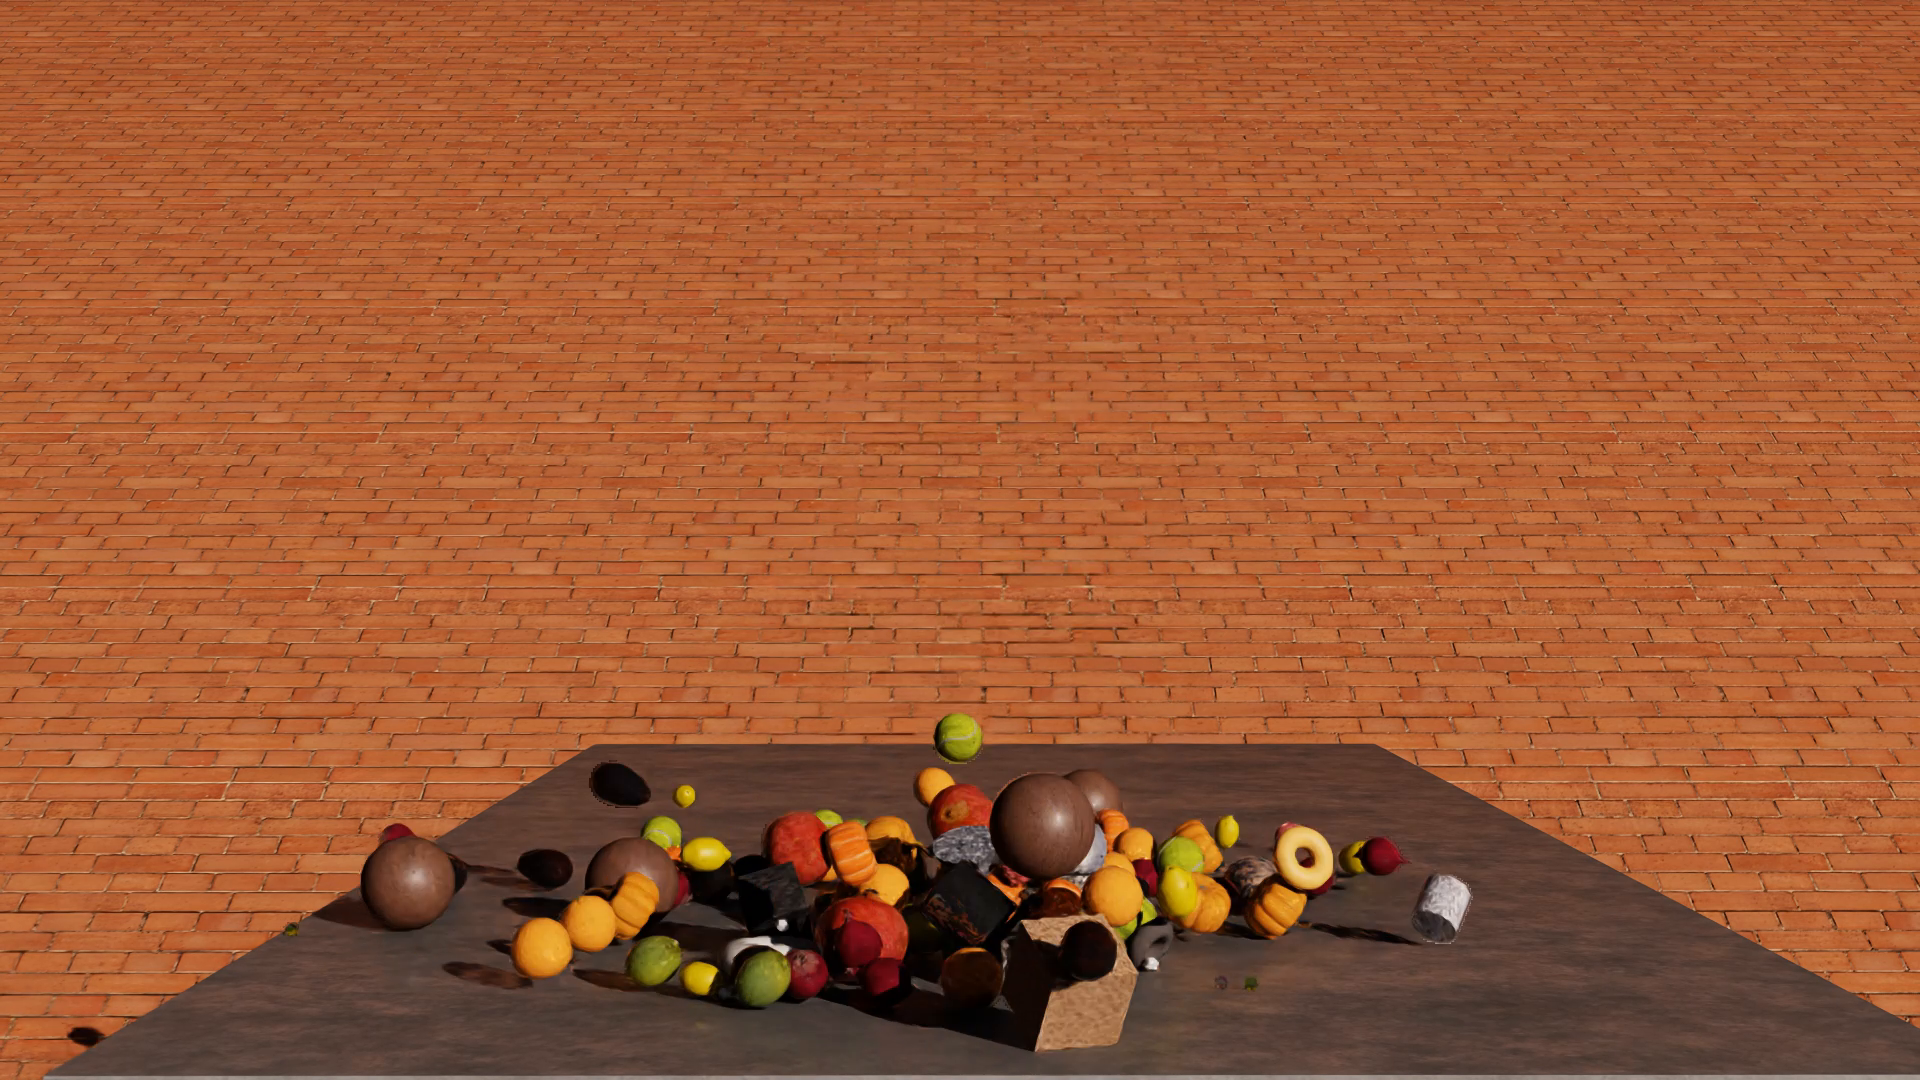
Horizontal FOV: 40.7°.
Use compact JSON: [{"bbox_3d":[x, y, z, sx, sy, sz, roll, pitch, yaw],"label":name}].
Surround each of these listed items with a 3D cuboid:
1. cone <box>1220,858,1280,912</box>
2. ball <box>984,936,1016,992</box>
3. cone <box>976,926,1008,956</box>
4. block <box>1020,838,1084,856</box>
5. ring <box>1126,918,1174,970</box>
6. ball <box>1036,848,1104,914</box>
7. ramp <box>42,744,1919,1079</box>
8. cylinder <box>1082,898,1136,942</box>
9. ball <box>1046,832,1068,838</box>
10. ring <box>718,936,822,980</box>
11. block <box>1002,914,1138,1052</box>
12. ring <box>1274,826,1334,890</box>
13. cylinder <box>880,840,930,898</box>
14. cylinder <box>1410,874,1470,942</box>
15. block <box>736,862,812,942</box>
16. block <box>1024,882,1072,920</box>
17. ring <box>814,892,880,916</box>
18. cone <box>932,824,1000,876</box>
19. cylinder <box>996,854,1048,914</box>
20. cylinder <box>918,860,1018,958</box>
[{"bbox_3d":[0.421,0.512,3.706,0.085,0.085,0.085,0,14,0],"label":"cone"},{"bbox_3d":[0.065,0.507,3.079,0.071,0.071,0.071,0,29,0],"label":"ball"},{"bbox_3d":[0.048,0.524,3.393,0.072,0.072,0.072,32,11,-34],"label":"cone"},{"bbox_3d":[0.137,0.492,3.833,0.091,0.091,0.091,0,0,5],"label":"block"},{"bbox_3d":[0.238,0.508,3.252,0.075,0.075,0.025,-23,49,-35],"label":"ring"},{"bbox_3d":[0.153,0.477,3.600,0.093,0.093,0.093,0,29,0],"label":"ball"},{"bbox_3d":[0.065,0.584,4.632,2.000,0.100,4.000,0,0,0],"label":"ramp"},{"bbox_3d":[0.202,0.538,3.503,0.073,0.073,0.073,-3,31,2],"label":"cylinder"},{"bbox_3d":[0.159,0.509,4.255,0.054,0.054,0.054,0,29,0],"label":"ball"},{"bbox_3d":[-0.237,0.520,3.222,0.129,0.043,0.129,0,-2,0],"label":"ring"},{"bbox_3d":[0.117,0.476,2.784,0.099,0.099,0.099,0,32,-23],"label":"block"},{"bbox_3d":[0.462,0.428,3.477,0.088,0.029,0.088,10,63,-20],"label":"ring"},{"bbox_3d":[-0.081,0.486,3.821,0.064,0.064,0.064,-5,61,-9],"label":"cylinder"},{"bbox_3d":[0.634,0.486,3.415,0.062,0.062,0.062,13,51,23],"label":"cylinder"},{"bbox_3d":[-0.241,0.479,3.357,0.076,0.076,0.076,-15,49,-10],"label":"block"},{"bbox_3d":[0.114,0.477,3.297,0.053,0.053,0.053,-11,39,-5],"label":"block"},{"bbox_3d":[-0.162,0.521,3.705,0.093,0.031,0.093,2,-6,0],"label":"ring"},{"bbox_3d":[0.016,0.473,3.682,0.097,0.097,0.097,-8,26,4],"label":"cone"},{"bbox_3d":[0.098,0.497,3.719,0.084,0.084,0.084,3,29,-3],"label":"cylinder"},{"bbox_3d":[0.009,0.453,3.178,0.087,0.087,0.087,40,41,10],"label":"cylinder"}]
